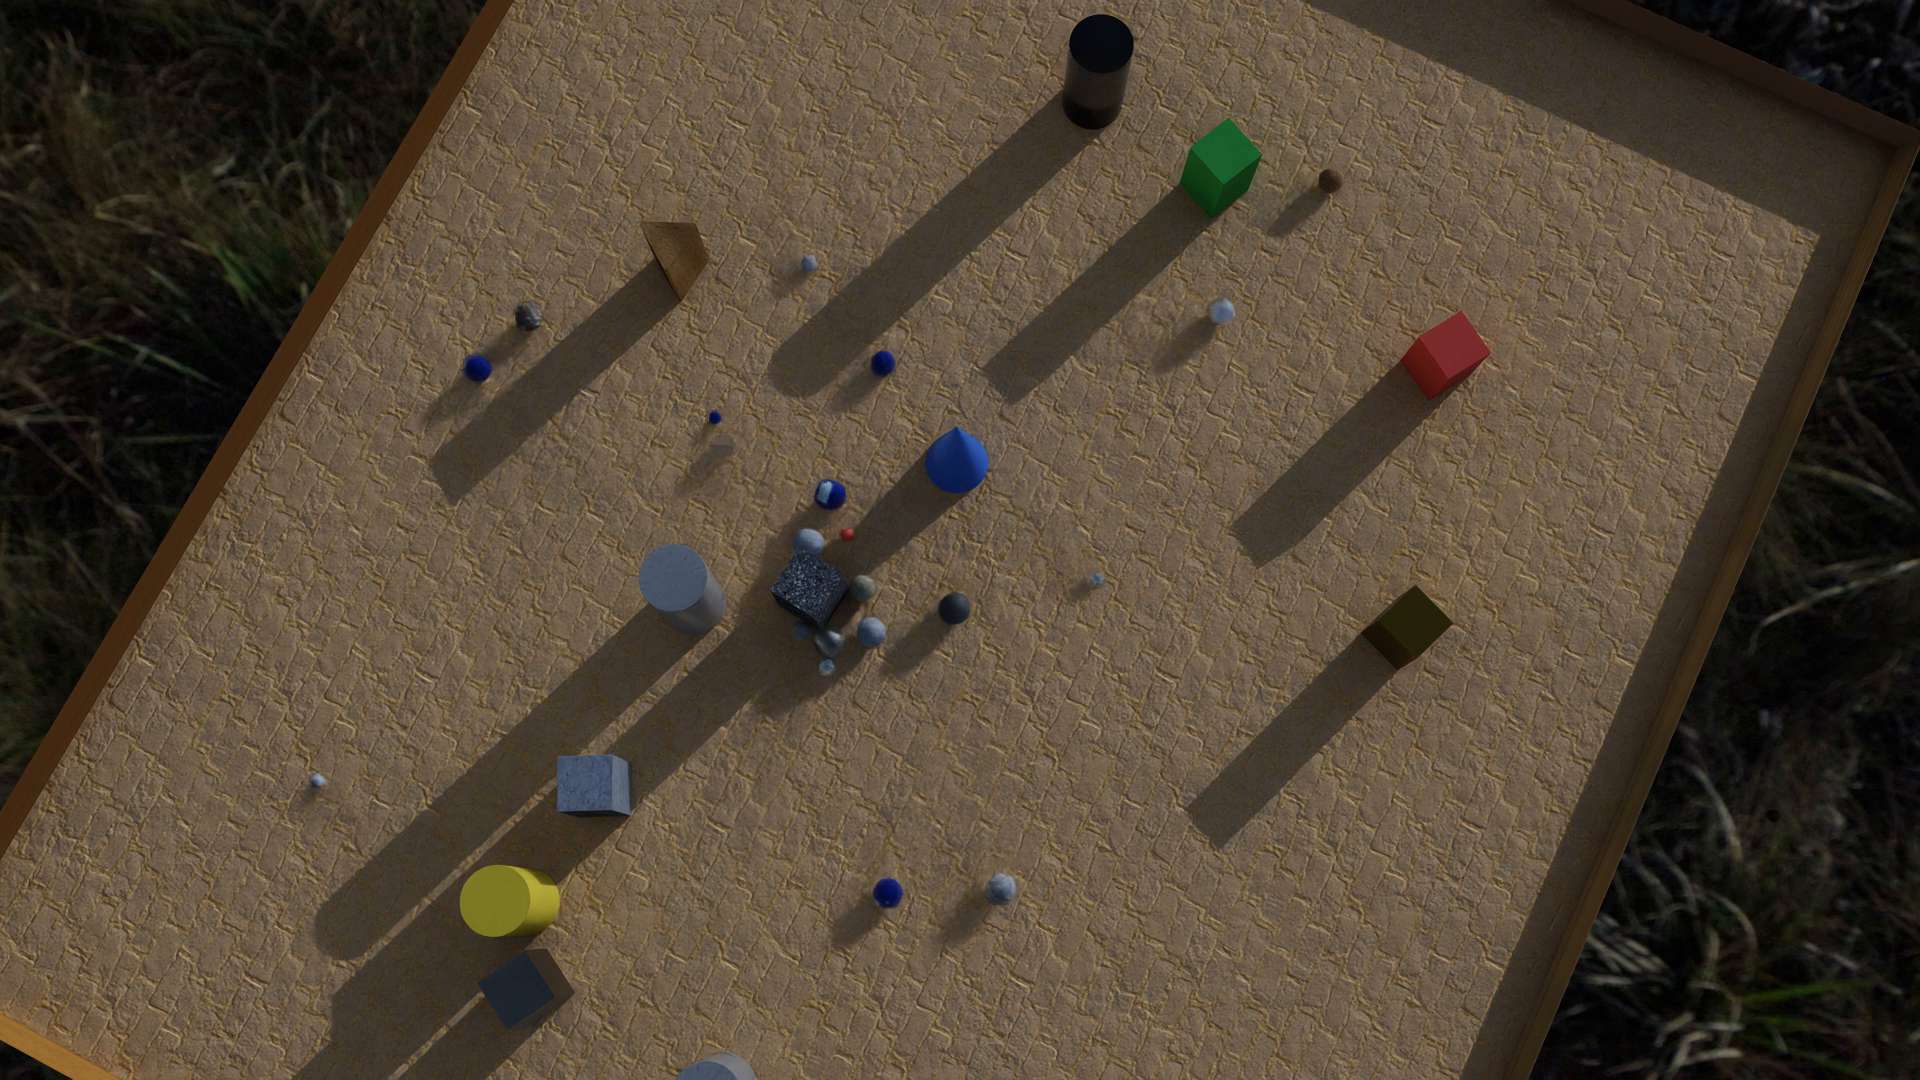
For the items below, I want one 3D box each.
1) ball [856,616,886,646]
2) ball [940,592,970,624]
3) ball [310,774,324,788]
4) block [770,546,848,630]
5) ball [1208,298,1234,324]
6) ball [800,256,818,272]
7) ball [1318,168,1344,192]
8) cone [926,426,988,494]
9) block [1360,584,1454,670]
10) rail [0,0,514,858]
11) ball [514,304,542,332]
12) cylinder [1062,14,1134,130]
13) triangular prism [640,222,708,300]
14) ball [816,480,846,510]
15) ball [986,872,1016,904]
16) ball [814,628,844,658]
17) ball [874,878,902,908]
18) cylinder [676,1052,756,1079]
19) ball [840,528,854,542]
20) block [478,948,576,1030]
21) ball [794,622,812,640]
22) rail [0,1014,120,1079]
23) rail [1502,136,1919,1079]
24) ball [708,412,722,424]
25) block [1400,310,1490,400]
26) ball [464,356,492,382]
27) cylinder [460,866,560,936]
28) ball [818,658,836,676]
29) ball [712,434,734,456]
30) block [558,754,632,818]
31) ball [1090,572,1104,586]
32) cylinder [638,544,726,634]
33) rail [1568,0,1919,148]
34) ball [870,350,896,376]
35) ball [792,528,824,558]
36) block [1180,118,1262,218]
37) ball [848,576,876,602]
[{"bbox_3d":[-0.268,0.276,5.514,0.089,0.089,0.089,0,78,0],"label":"ball"},{"bbox_3d":[-0.015,0.205,5.525,0.096,0.096,0.096,0,78,0],"label":"ball"},{"bbox_3d":[-1.909,0.717,5.447,0.041,0.041,0.041,0,78,0],"label":"ball"},{"bbox_3d":[-0.444,0.149,5.454,0.155,0.258,0.155,32,80,6],"label":"block"},{"bbox_3d":[0.815,-0.716,5.722,0.083,0.083,0.083,0,78,0],"label":"ball"},{"bbox_3d":[-0.477,-0.870,5.769,0.053,0.053,0.053,0,78,0],"label":"ball"},{"bbox_3d":[1.177,-1.142,5.813,0.078,0.078,0.078,0,78,0],"label":"ball"},{"bbox_3d":[-0.009,-0.282,5.458,0.194,0.424,0.194,0,78,0],"label":"cone"},{"bbox_3d":[1.325,0.262,5.441,0.155,0.237,0.155,-42,81,-8],"label":"block"},{"bbox_3d":[-1.886,-0.917,5.741,0.045,0.126,5.035,26,80,5],"label":"rail"},{"bbox_3d":[-1.345,-0.694,5.716,0.086,0.086,0.086,0,78,0],"label":"ball"},{"bbox_3d":[0.427,-1.455,5.715,0.194,0.396,0.194,0,78,0],"label":"cylinder"},{"bbox_3d":[-0.900,-0.888,5.651,0.146,0.292,0.168,31,80,6],"label":"triangular prism"},{"bbox_3d":[-0.394,-0.137,5.596,0.095,0.095,0.095,0,78,0],"label":"ball"},{"bbox_3d":[0.121,1.019,5.360,0.089,0.089,0.089,0,78,0],"label":"ball"},{"bbox_3d":[-0.395,0.309,5.506,0.091,0.091,0.091,0,78,0],"label":"ball"},{"bbox_3d":[-0.211,1.033,5.358,0.087,0.087,0.087,0,78,0],"label":"ball"},{"bbox_3d":[-0.685,1.541,5.114,0.194,0.360,0.194,0,78,0],"label":"cylinder"},{"bbox_3d":[-0.344,-0.016,5.598,0.043,0.043,0.043,0,78,0],"label":"ball"},{"bbox_3d":[-1.229,1.275,5.211,0.155,0.277,0.155,-35,80,-7],"label":"block"},{"bbox_3d":[-0.475,0.273,5.531,0.057,0.057,0.057,0,78,0],"label":"ball"},{"bbox_3d":[-1.115,2.191,5.098,4.265,0.126,0.045,26,80,5],"label":"rail"},{"bbox_3d":[1.886,0.930,5.359,0.045,0.126,5.035,26,80,5],"label":"rail"},{"bbox_3d":[-0.759,-0.378,5.674,0.041,0.041,0.041,0,78,0],"label":"ball"},{"bbox_3d":[1.485,-0.562,5.612,0.155,0.237,0.155,-31,80,-6],"label":"block"},{"bbox_3d":[-1.496,-0.529,5.685,0.082,0.082,0.082,0,78,0],"label":"ball"},{"bbox_3d":[-1.276,1.028,5.212,0.194,0.376,0.194,0,78,0],"label":"cylinder"},{"bbox_3d":[-0.402,0.382,5.509,0.055,0.055,0.055,0,78,0],"label":"ball"},{"bbox_3d":[-0.729,-0.290,5.641,0.070,0.070,0.070,0,78,0],"label":"ball"},{"bbox_3d":[-1.058,0.716,5.317,0.155,0.296,0.155,-2,78,0],"label":"block"},{"bbox_3d":[0.416,0.119,5.569,0.046,0.046,0.046,0,78,0],"label":"ball"},{"bbox_3d":[-0.808,0.149,5.369,0.194,0.425,0.194,0,78,0],"label":"cylinder"},{"bbox_3d":[1.115,-2.177,6.002,4.265,0.126,0.045,26,80,5],"label":"rail"},{"bbox_3d":[-0.239,-0.549,5.692,0.076,0.076,0.076,0,78,0],"label":"ball"},{"bbox_3d":[-0.459,0.014,5.564,0.097,0.097,0.097,0,78,0],"label":"ball"},{"bbox_3d":[0.811,-1.157,5.716,0.155,0.275,0.155,-39,81,-7],"label":"block"},{"bbox_3d":[-0.297,0.146,5.545,0.081,0.081,0.081,0,78,0],"label":"ball"}]
